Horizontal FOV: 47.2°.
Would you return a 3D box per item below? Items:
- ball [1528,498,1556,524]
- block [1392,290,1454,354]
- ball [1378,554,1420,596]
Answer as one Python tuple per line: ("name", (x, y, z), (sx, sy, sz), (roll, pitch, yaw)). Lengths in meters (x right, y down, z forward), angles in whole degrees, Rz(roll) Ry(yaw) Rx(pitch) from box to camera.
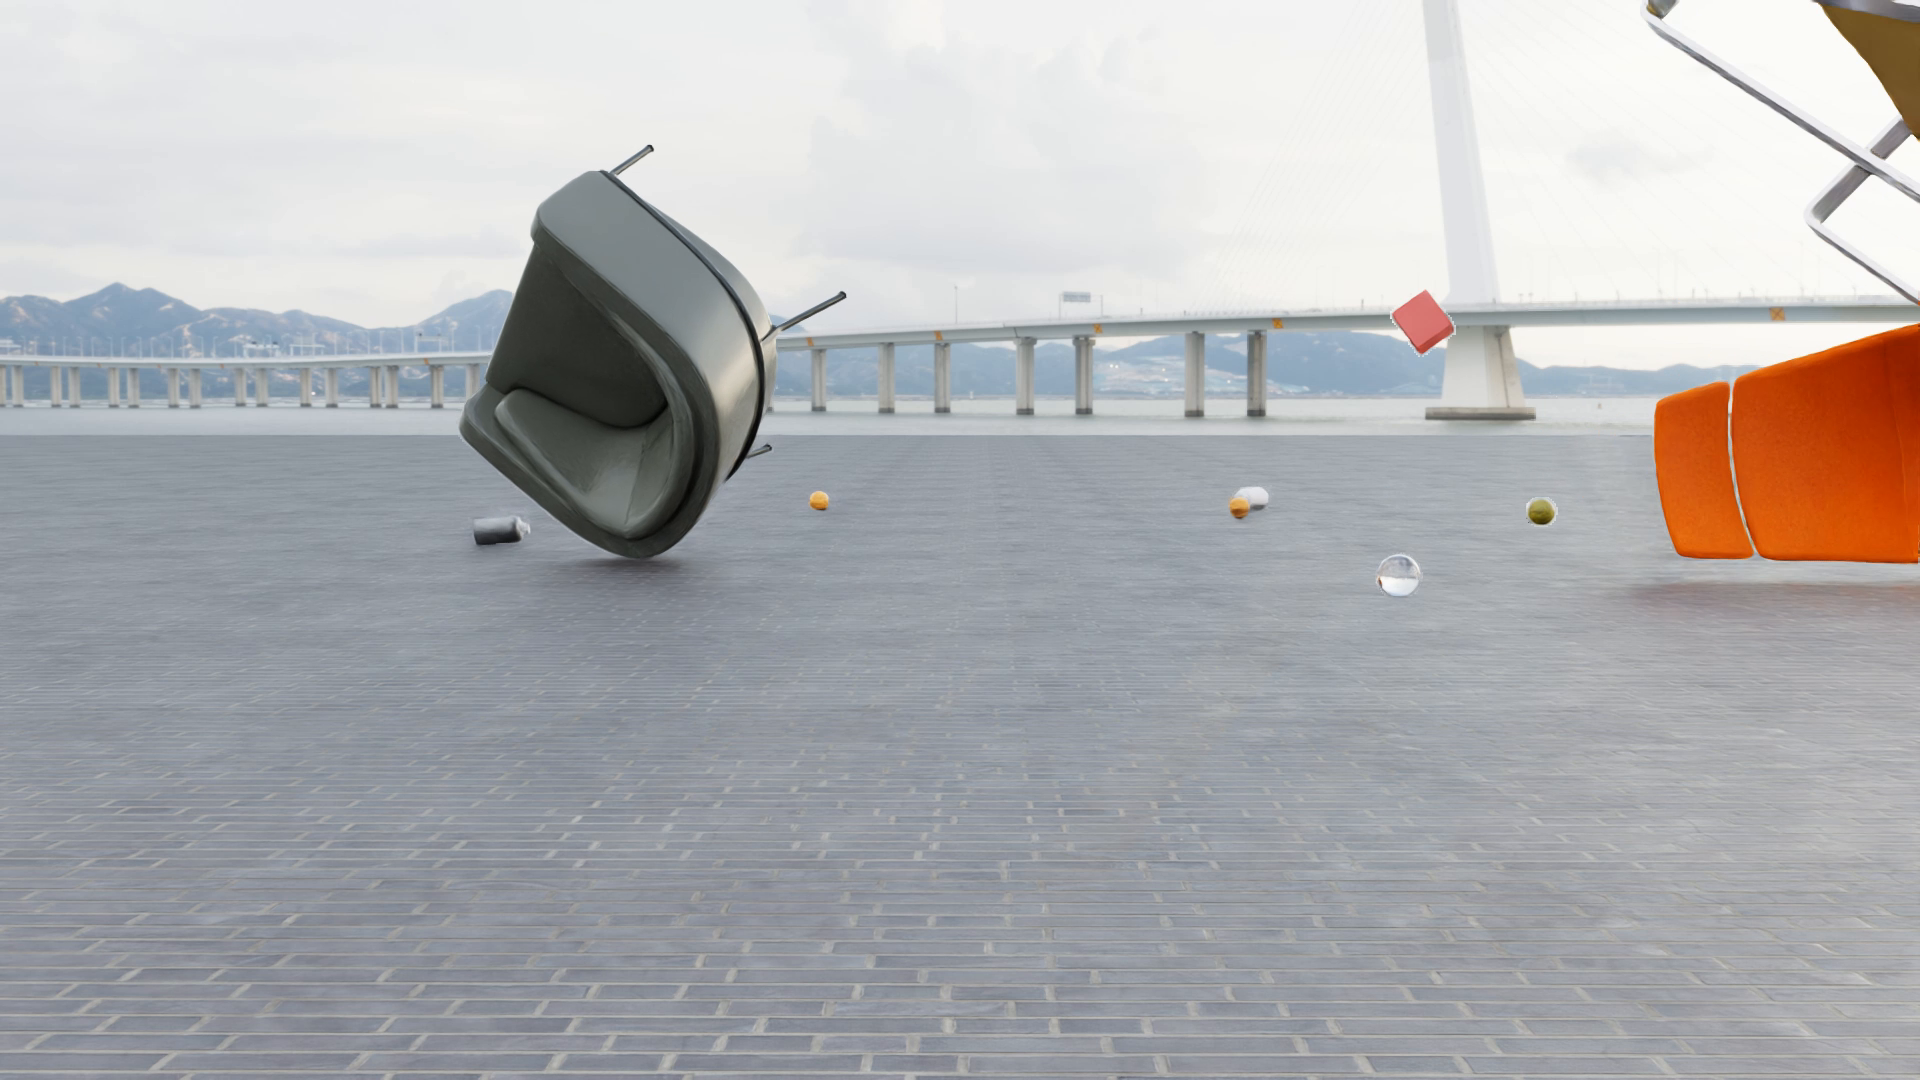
("ball", (1.875, -0.092, 7.091), (0.086, 0.086, 0.086), (0, 4, 0))
("block", (1.552, -0.730, 7.366), (0.137, 0.148, 0.115), (-36, -17, 10))
("ball", (0.949, 0.077, 4.759), (0.092, 0.092, 0.092), (0, 4, 0))
